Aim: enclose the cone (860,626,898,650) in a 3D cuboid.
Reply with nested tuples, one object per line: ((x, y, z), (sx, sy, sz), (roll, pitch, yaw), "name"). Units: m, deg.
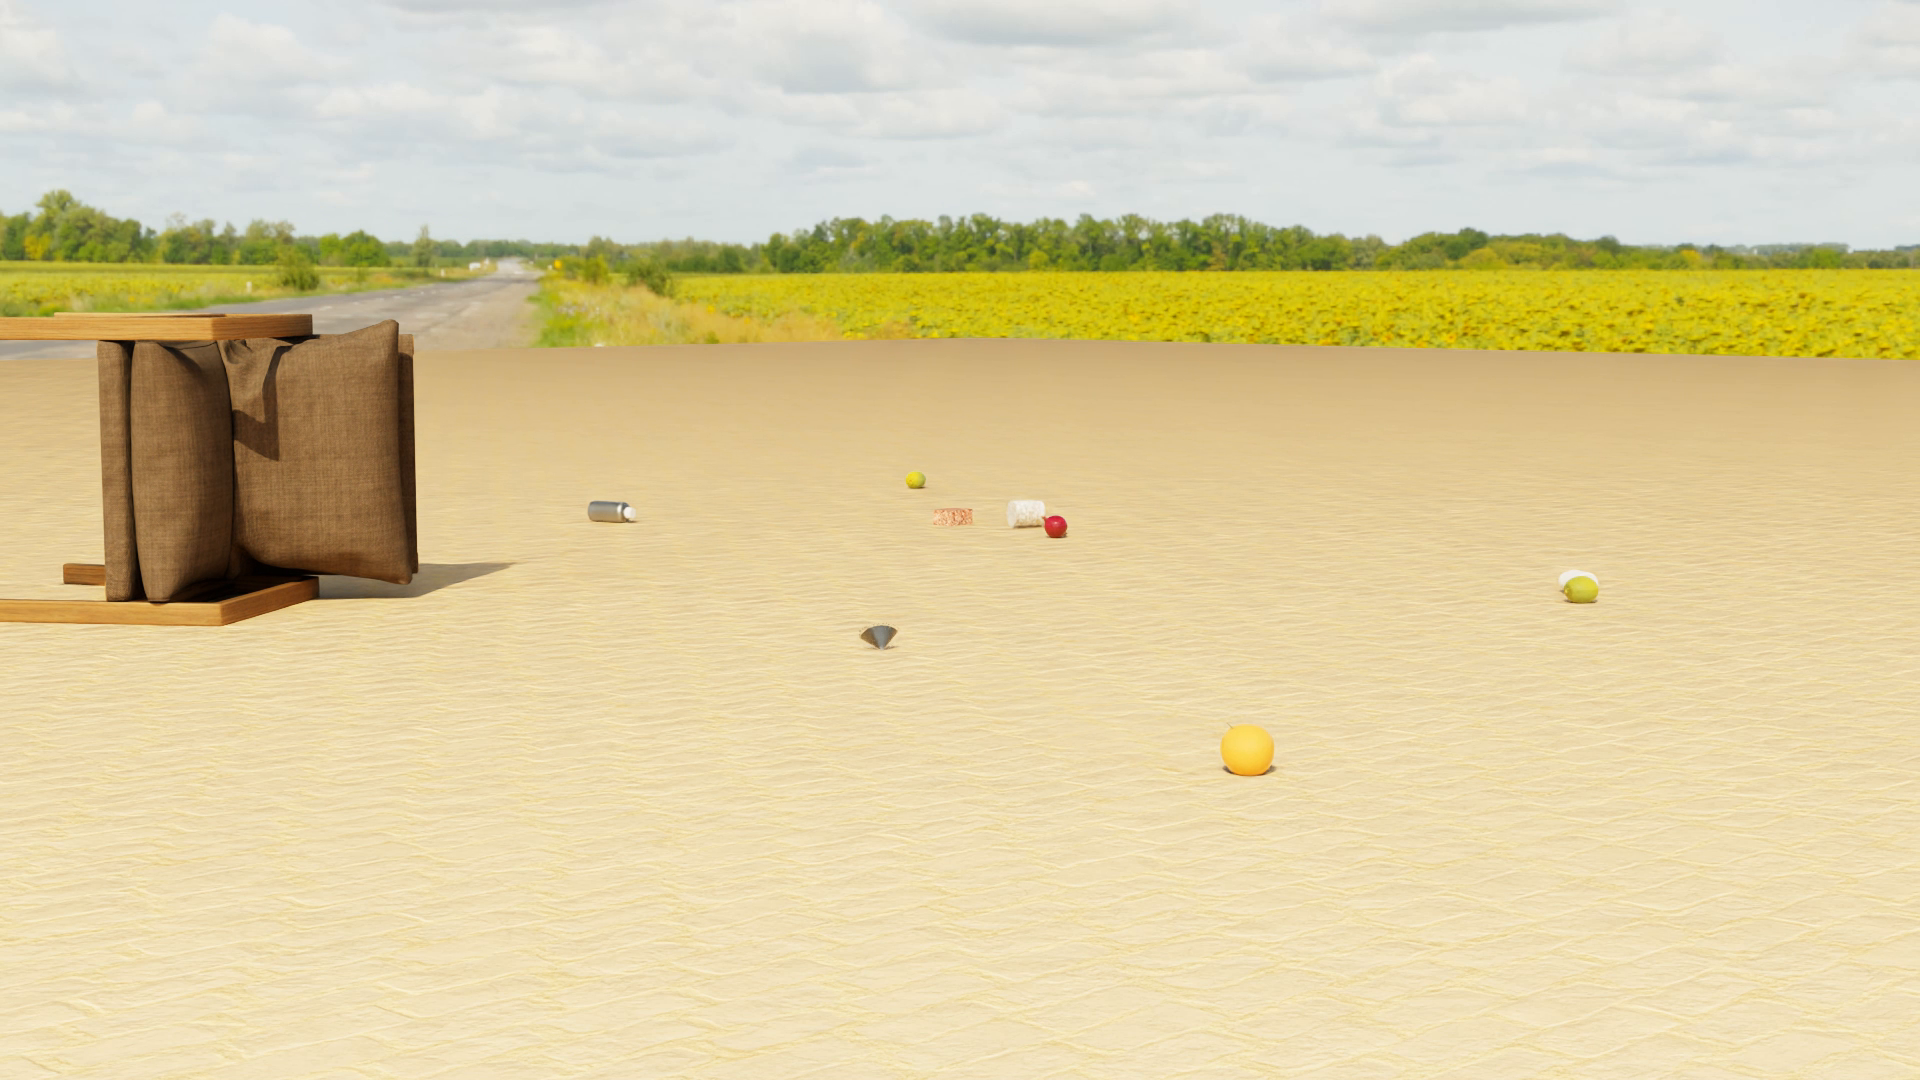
((-0.140, 0.183, 4.532), (0.068, 0.057, 0.035), (-6, 46, -8), "cone")

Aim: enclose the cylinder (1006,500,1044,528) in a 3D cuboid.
((0.173, -0.069, 6.740), (0.078, 0.068, 0.082), (-2, -14, -18), "cylinder")

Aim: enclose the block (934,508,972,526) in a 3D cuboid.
((-0.019, -0.061, 6.811), (0.064, 0.040, 0.085), (5, 8, 42), "block")
